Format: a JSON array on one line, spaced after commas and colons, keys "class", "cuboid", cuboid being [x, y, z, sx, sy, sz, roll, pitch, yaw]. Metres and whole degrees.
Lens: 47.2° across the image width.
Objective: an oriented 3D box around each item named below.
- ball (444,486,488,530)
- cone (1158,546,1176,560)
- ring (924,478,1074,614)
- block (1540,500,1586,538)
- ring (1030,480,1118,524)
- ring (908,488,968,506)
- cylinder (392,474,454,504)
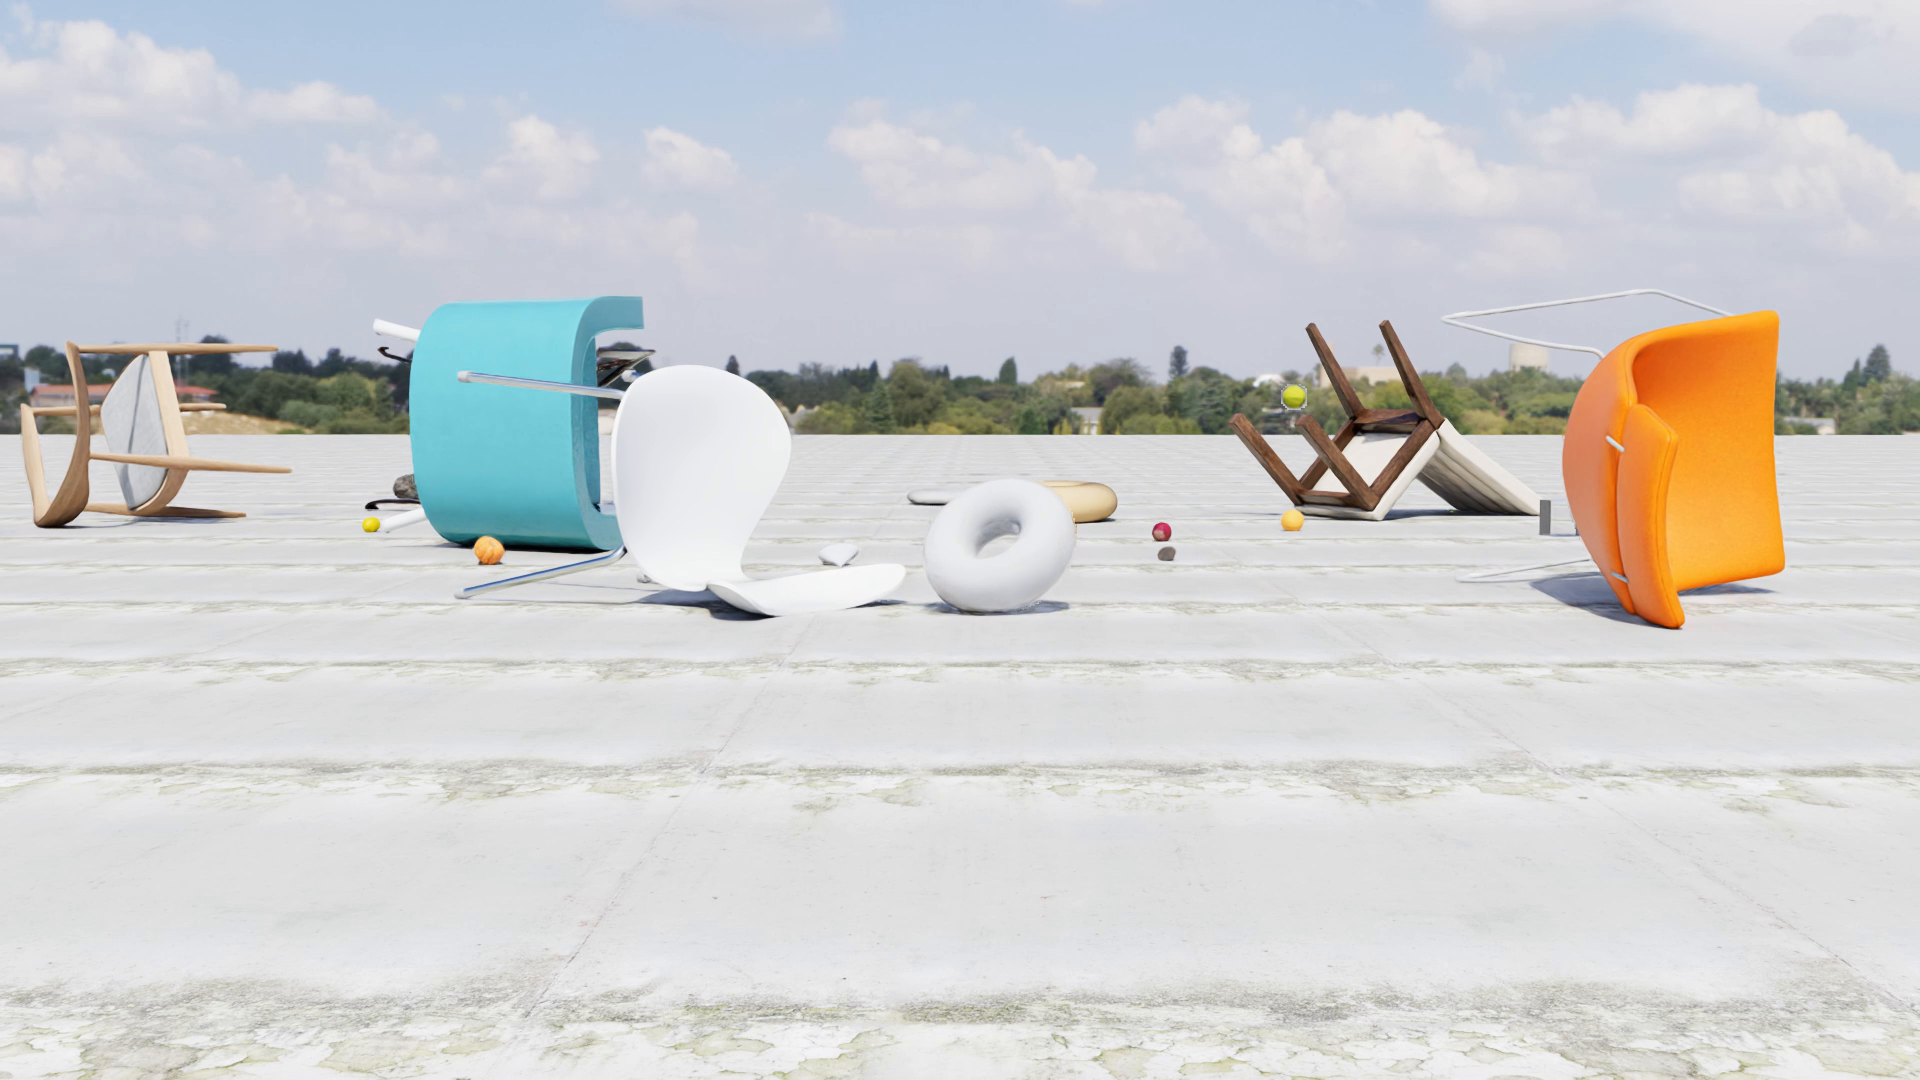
[{"class": "ball", "cuboid": [-1.584, -0.103, 7.042, 0.136, 0.136, 0.136, 0, 4, 0]}, {"class": "cone", "cuboid": [0.550, 0.044, 5.763, 0.057, 0.046, 0.035, 5, -27, 42]}, {"class": "ring", "cuboid": [0.077, 0.013, 4.420, 0.316, 0.282, 0.146, -25, -40, 4]}, {"class": "block", "cuboid": [1.843, -0.067, 6.725, 0.101, 0.110, 0.097, -1, 4, -17]}, {"class": "ring", "cuboid": [0.290, -0.128, 7.478, 0.514, 0.129, 0.443, -3, 6, -30]}, {"class": "ring", "cuboid": [-0.020, -0.170, 8.596, 0.378, 0.059, 0.373, -2, 4, -28]}, {"class": "cylinder", "cuboid": [-2.112, -0.200, 8.649, 0.144, 0.111, 0.261, 4, 1, -36]}]
